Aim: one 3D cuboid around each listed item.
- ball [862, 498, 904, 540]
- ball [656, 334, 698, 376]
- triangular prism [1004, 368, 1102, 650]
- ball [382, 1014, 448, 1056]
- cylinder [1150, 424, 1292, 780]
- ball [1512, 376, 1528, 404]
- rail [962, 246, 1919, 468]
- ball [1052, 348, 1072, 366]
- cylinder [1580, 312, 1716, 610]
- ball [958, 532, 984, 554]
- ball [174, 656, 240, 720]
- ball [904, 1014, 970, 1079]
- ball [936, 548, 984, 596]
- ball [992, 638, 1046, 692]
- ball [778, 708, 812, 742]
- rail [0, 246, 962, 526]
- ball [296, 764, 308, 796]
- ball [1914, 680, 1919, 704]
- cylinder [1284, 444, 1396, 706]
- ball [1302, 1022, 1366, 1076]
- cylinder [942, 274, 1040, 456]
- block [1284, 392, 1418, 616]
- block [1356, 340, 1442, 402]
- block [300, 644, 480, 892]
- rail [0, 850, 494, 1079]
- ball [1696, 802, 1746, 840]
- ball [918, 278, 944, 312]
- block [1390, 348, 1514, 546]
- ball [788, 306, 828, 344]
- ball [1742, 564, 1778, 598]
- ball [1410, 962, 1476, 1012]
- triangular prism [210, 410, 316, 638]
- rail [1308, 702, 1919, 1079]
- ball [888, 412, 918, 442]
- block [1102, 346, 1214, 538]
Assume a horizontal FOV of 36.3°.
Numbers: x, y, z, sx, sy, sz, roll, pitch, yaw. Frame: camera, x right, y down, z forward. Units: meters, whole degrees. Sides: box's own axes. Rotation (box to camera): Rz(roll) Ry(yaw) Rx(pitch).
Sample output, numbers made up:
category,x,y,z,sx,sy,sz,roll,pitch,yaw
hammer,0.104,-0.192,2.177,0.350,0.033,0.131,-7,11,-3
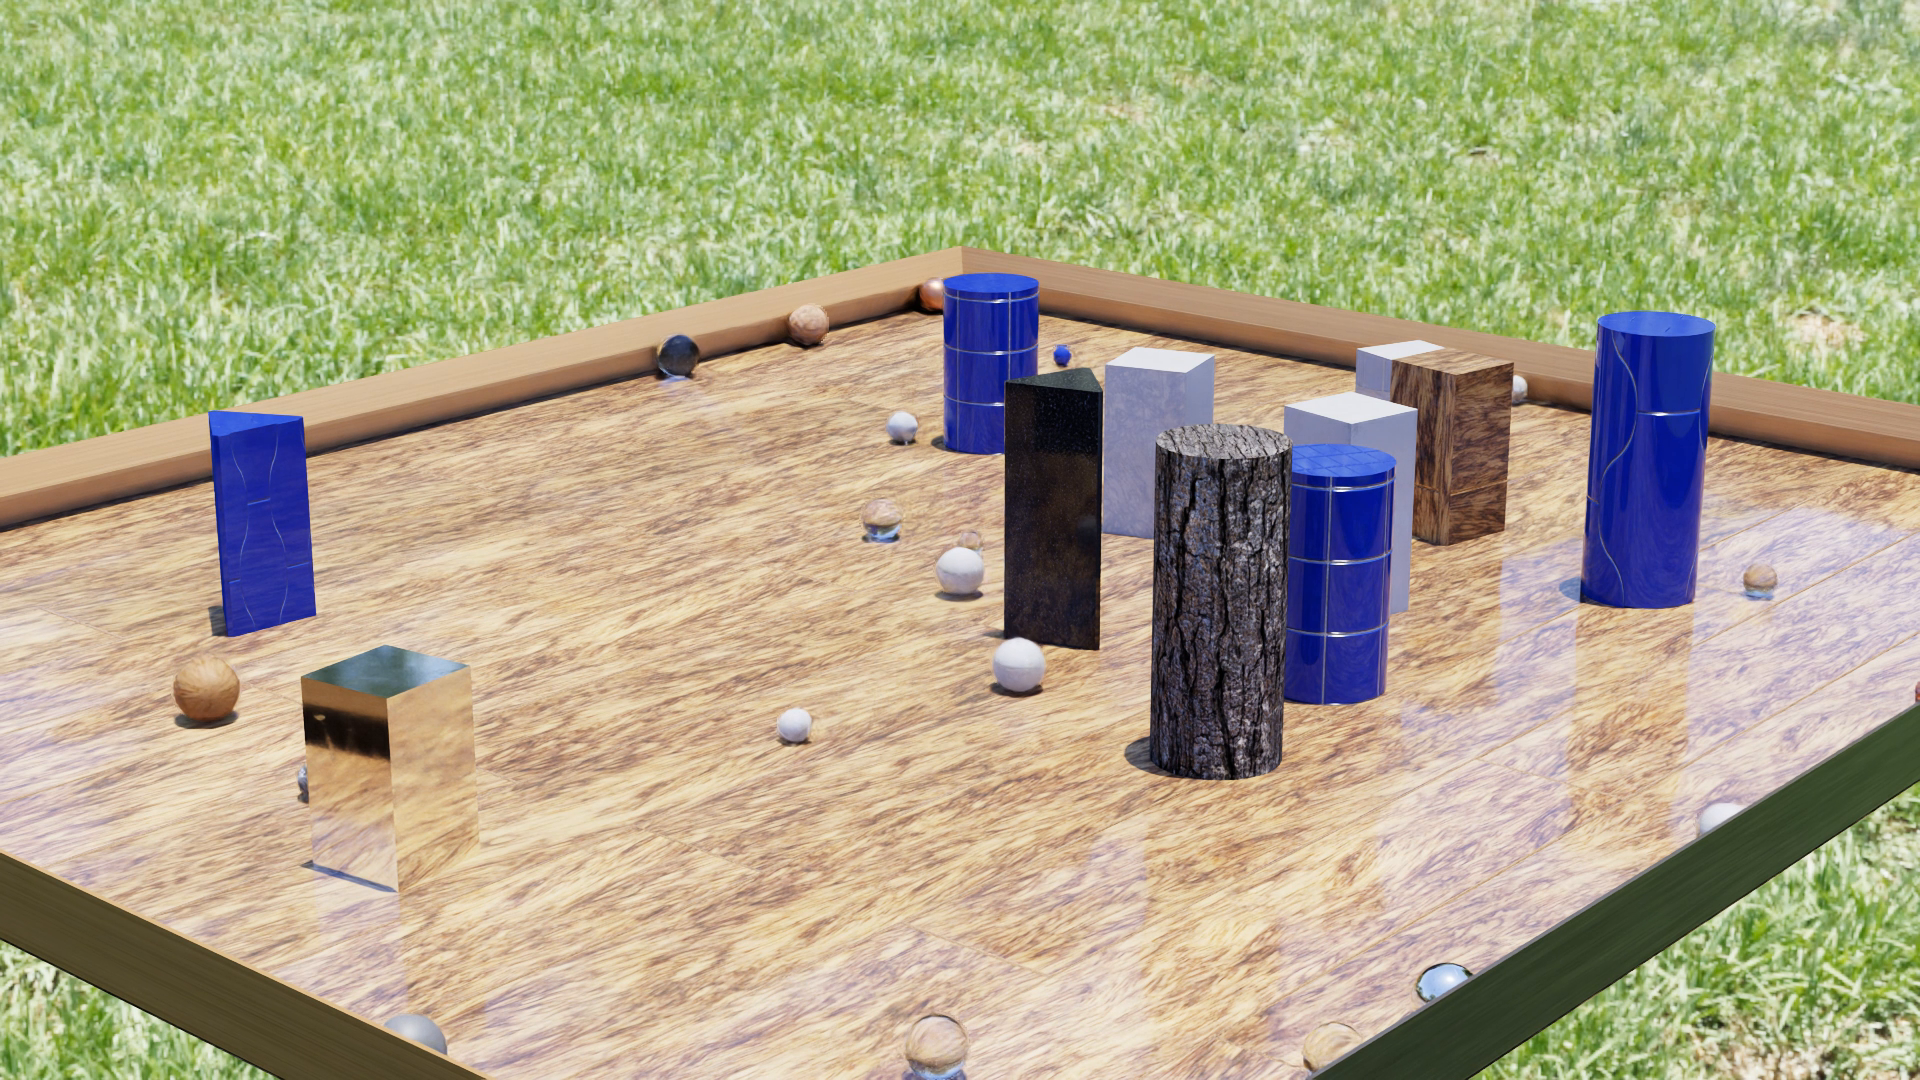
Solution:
category,x,y,z,sx,sy,sz,roll,pitch,yaw
ball,-0.145,-0.040,5.452,0.077,0.077,0.077,0,17,0
ball,-0.644,-0.421,6.679,0.098,0.098,0.098,0,17,0
triangular prism,0.181,-0.058,4.883,0.171,0.440,0.148,8,18,24
ball,-0.631,0.587,3.354,0.088,0.088,0.088,0,17,0
cylinder,0.382,0.090,4.310,0.198,0.487,0.198,0,17,0
ball,1.215,-0.331,6.443,0.063,0.063,0.063,0,17,0
rail,1.228,-0.376,6.475,3.288,0.129,0.045,14,22,39
ball,0.236,-0.425,6.789,0.043,0.043,0.043,0,17,0
cylinder,1.190,-0.139,5.081,0.198,0.482,0.198,0,17,0
ball,0.019,0.008,5.346,0.047,0.047,0.047,0,17,0
ball,-1.162,0.229,4.520,0.099,0.099,0.099,0,17,0
ball,-0.027,0.585,3.381,0.076,0.076,0.076,0,17,0
ball,0.001,0.055,5.122,0.085,0.085,0.085,0,17,0
ball,0.093,0.197,4.652,0.085,0.085,0.085,0,17,0
ball,-0.249,0.280,4.436,0.051,0.051,0.051,0,17,0
rail,-1.223,-0.274,6.137,0.045,0.129,3.795,14,22,39
ball,-0.927,0.345,4.217,0.053,0.053,0.053,0,17,0
ball,1.515,0.238,4.519,0.083,0.083,0.083,0,17,0
cylinder,0.582,0.053,4.632,0.198,0.372,0.198,0,17,0
ball,0.430,0.591,3.363,0.075,0.075,0.075,0,17,0
cylinder,0.064,-0.366,6.077,0.198,0.341,0.198,0,17,0
block,0.661,-0.054,5.012,0.158,0.357,0.158,-13,21,-36
block,0.902,-0.256,5.872,0.158,0.248,0.158,-9,19,-28
block,-0.768,0.306,3.962,0.158,0.274,0.158,11,20,32
rail,-1.228,0.440,3.765,3.288,0.129,0.045,14,22,39
ball,1.044,0.398,3.994,0.080,0.080,0.080,0,17,0
ball,-0.062,-0.612,7.337,0.084,0.084,0.084,0,17,0
block,0.912,-0.176,5.475,0.158,0.325,0.158,-13,21,-37
ball,-0.363,-0.513,6.993,0.094,0.094,0.094,0,17,0
ball,1.397,0.070,5.118,0.060,0.060,0.060,0,17,0
ball,0.580,0.546,3.490,0.087,0.087,0.087,0,17,0
triangular prism,-1.216,-0.037,4.970,0.148,0.349,0.171,16,23,42
rail,1.223,0.339,4.103,0.045,0.129,3.795,14,22,39
ball,-0.119,-0.235,6.123,0.063,0.063,0.063,0,17,0
block,0.372,-0.181,5.493,0.158,0.323,0.158,7,18,23
